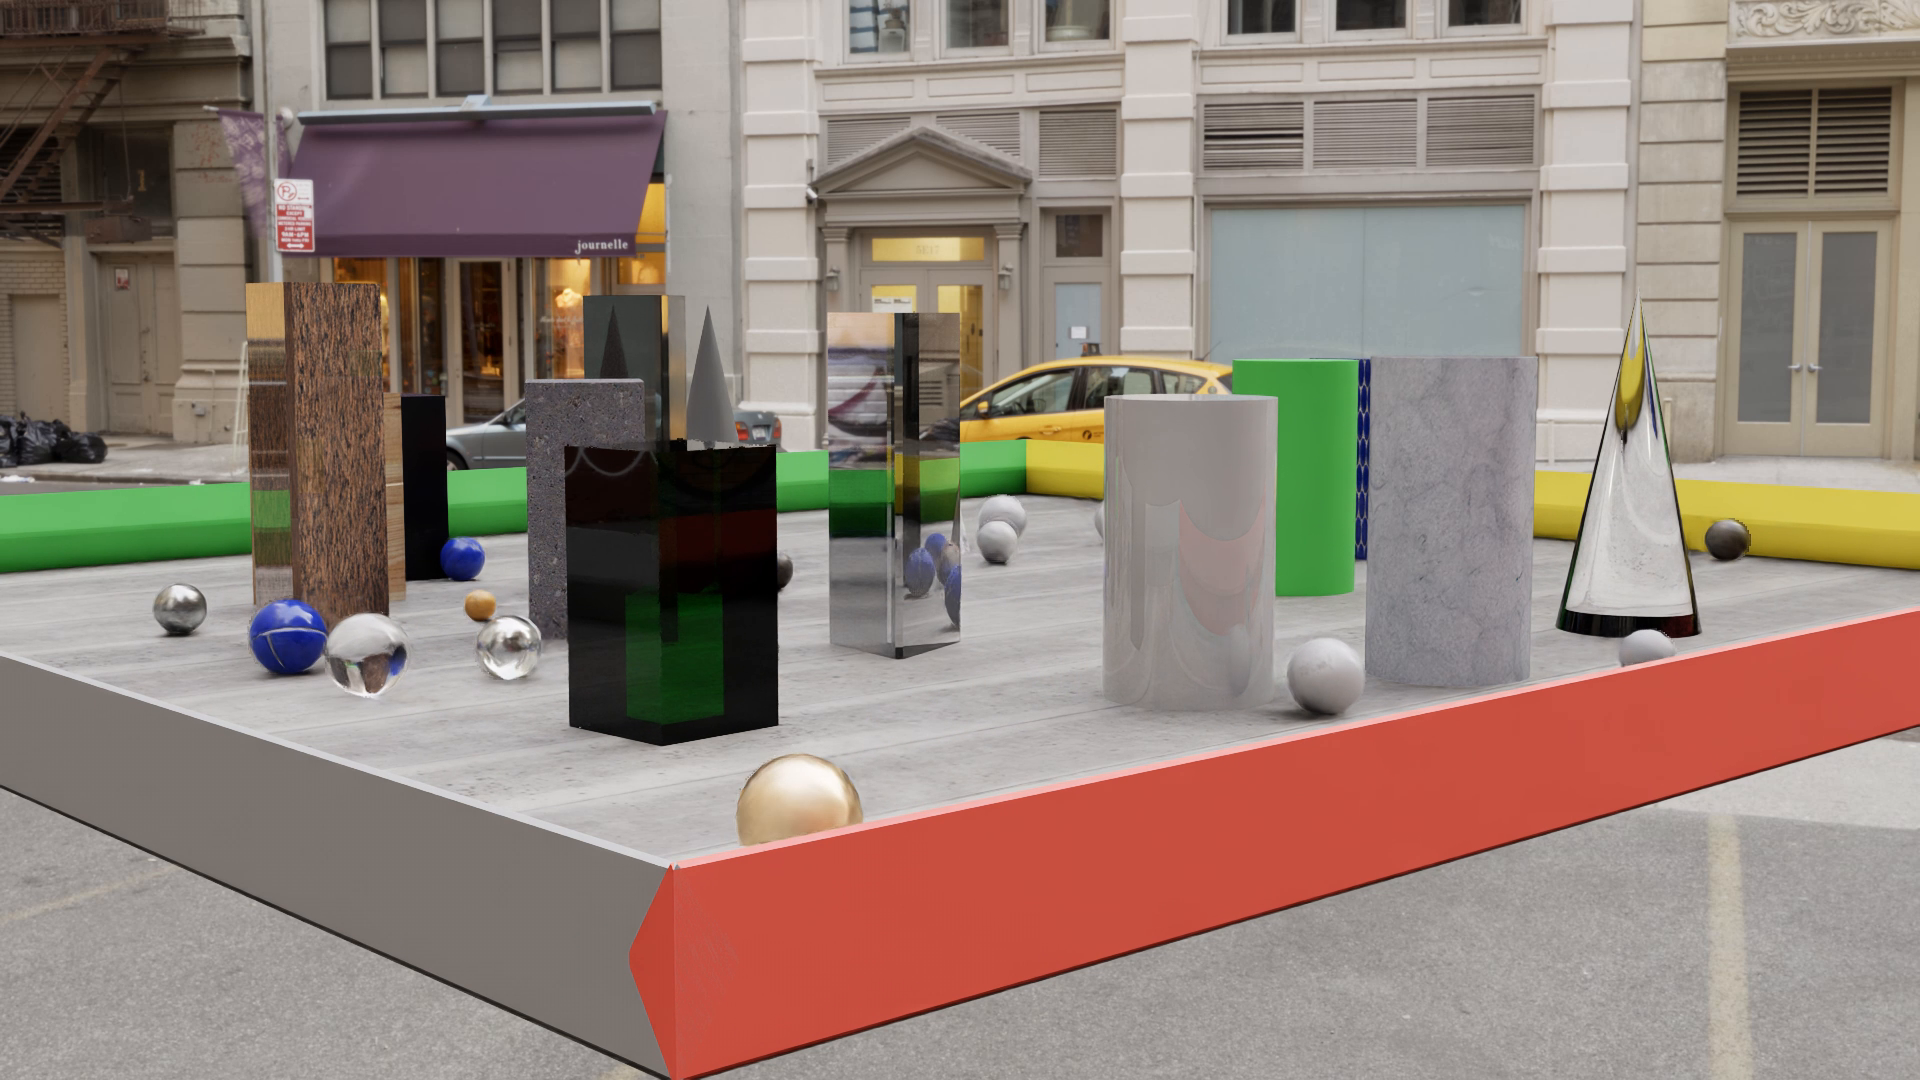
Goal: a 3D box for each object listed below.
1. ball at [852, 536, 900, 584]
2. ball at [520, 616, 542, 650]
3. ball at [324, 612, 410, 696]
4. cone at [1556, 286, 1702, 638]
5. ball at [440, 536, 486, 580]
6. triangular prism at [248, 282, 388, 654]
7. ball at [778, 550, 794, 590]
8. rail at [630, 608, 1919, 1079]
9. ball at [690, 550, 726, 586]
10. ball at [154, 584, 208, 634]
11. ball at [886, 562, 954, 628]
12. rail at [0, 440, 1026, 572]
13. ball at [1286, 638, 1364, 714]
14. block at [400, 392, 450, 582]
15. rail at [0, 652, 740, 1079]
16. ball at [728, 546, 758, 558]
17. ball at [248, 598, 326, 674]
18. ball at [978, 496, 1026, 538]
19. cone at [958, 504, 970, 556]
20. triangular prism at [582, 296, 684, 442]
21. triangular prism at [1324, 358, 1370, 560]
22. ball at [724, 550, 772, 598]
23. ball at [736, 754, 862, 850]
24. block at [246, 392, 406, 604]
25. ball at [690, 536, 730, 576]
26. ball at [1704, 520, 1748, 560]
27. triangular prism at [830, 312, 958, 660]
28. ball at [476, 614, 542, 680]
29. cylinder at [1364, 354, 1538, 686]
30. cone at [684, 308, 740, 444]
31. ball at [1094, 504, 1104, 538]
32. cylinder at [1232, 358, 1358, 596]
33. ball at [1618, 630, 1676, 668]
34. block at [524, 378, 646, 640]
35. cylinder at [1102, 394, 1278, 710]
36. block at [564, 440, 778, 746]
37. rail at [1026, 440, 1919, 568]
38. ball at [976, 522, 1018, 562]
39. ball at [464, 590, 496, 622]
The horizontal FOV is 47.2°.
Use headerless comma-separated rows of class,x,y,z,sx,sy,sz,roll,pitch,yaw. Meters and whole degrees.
ball,-0.138,0.032,3.607,0.077,0.077,0.077,0,6,0
ball,-0.555,0.127,2.739,0.068,0.068,0.068,0,6,0
ball,-0.686,0.132,2.548,0.097,0.097,0.097,0,6,0
cone,0.940,-0.114,3.068,0.199,0.479,0.199,0,6,0
ball,-0.824,0.030,3.641,0.074,0.074,0.074,0,6,0
triangular prism,-0.833,-0.098,2.907,0.149,0.480,0.172,-4,7,-33
ball,-0.298,0.048,3.518,0.064,0.064,0.064,0,6,0
rail,0.947,0.140,2.311,3.066,0.129,0.045,-5,8,-42
ball,-0.408,0.045,3.559,0.060,0.060,0.060,0,6,0
ball,-1.077,0.095,3.039,0.070,0.070,0.070,0,6,0
ball,-0.056,0.077,3.099,0.094,0.094,0.094,0,6,0
rail,-0.947,-0.073,4.353,3.066,0.129,0.045,-5,8,-42
ball,0.403,0.151,2.431,0.085,0.085,0.085,0,6,0
block,-0.963,-0.090,3.681,0.159,0.304,0.159,-4,7,-33
rail,-1.109,0.140,2.314,0.045,0.129,2.841,-5,8,-42
ball,-0.357,0.038,3.649,0.057,0.057,0.057,0,6,0
ball,-0.827,0.119,2.704,0.092,0.092,0.092,0,6,0
ball,0.080,-0.037,4.190,0.093,0.093,0.093,0,6,0
cone,-0.080,-0.194,4.058,0.199,0.433,0.199,0,6,0
triangular prism,-0.499,-0.165,3.603,0.172,0.469,0.149,4,7,32
triangular prism,0.751,-0.152,4.017,0.149,0.359,0.172,-5,8,-42
ball,-0.330,0.053,3.417,0.075,0.075,0.075,0,6,0
ball,-0.126,0.217,1.724,0.099,0.099,0.099,0,6,0
block,-0.965,-0.064,3.356,0.159,0.319,0.159,3,7,29
ball,-0.420,0.027,3.704,0.067,0.067,0.067,0,6,0
ball,1.371,0.000,3.933,0.074,0.074,0.074,0,6,0
triangular prism,-0.064,-0.078,2.907,0.149,0.442,0.172,-4,7,-34
ball,-0.547,0.130,2.665,0.078,0.078,0.078,0,6,0
cylinder,0.600,-0.030,2.692,0.199,0.389,0.199,0,6,0
cone,-0.467,-0.211,4.100,0.199,0.458,0.199,0,6,0
ball,0.301,-0.036,4.227,0.084,0.084,0.084,0,6,0
cylinder,0.534,-0.104,3.520,0.199,0.366,0.199,0,6,0
ball,0.825,0.139,2.640,0.064,0.064,0.064,0,6,0
block,-0.520,-0.047,3.060,0.159,0.348,0.159,-1,6,-10
cylinder,0.264,0.008,2.536,0.199,0.346,0.199,0,6,0
block,-0.308,0.050,2.351,0.159,0.302,0.159,6,8,44
rail,1.109,-0.073,4.350,0.045,0.129,2.841,-5,8,-42
ball,0.065,0.004,3.894,0.074,0.074,0.074,0,6,0
ball,-0.691,0.094,3.164,0.045,0.045,0.045,0,6,0
